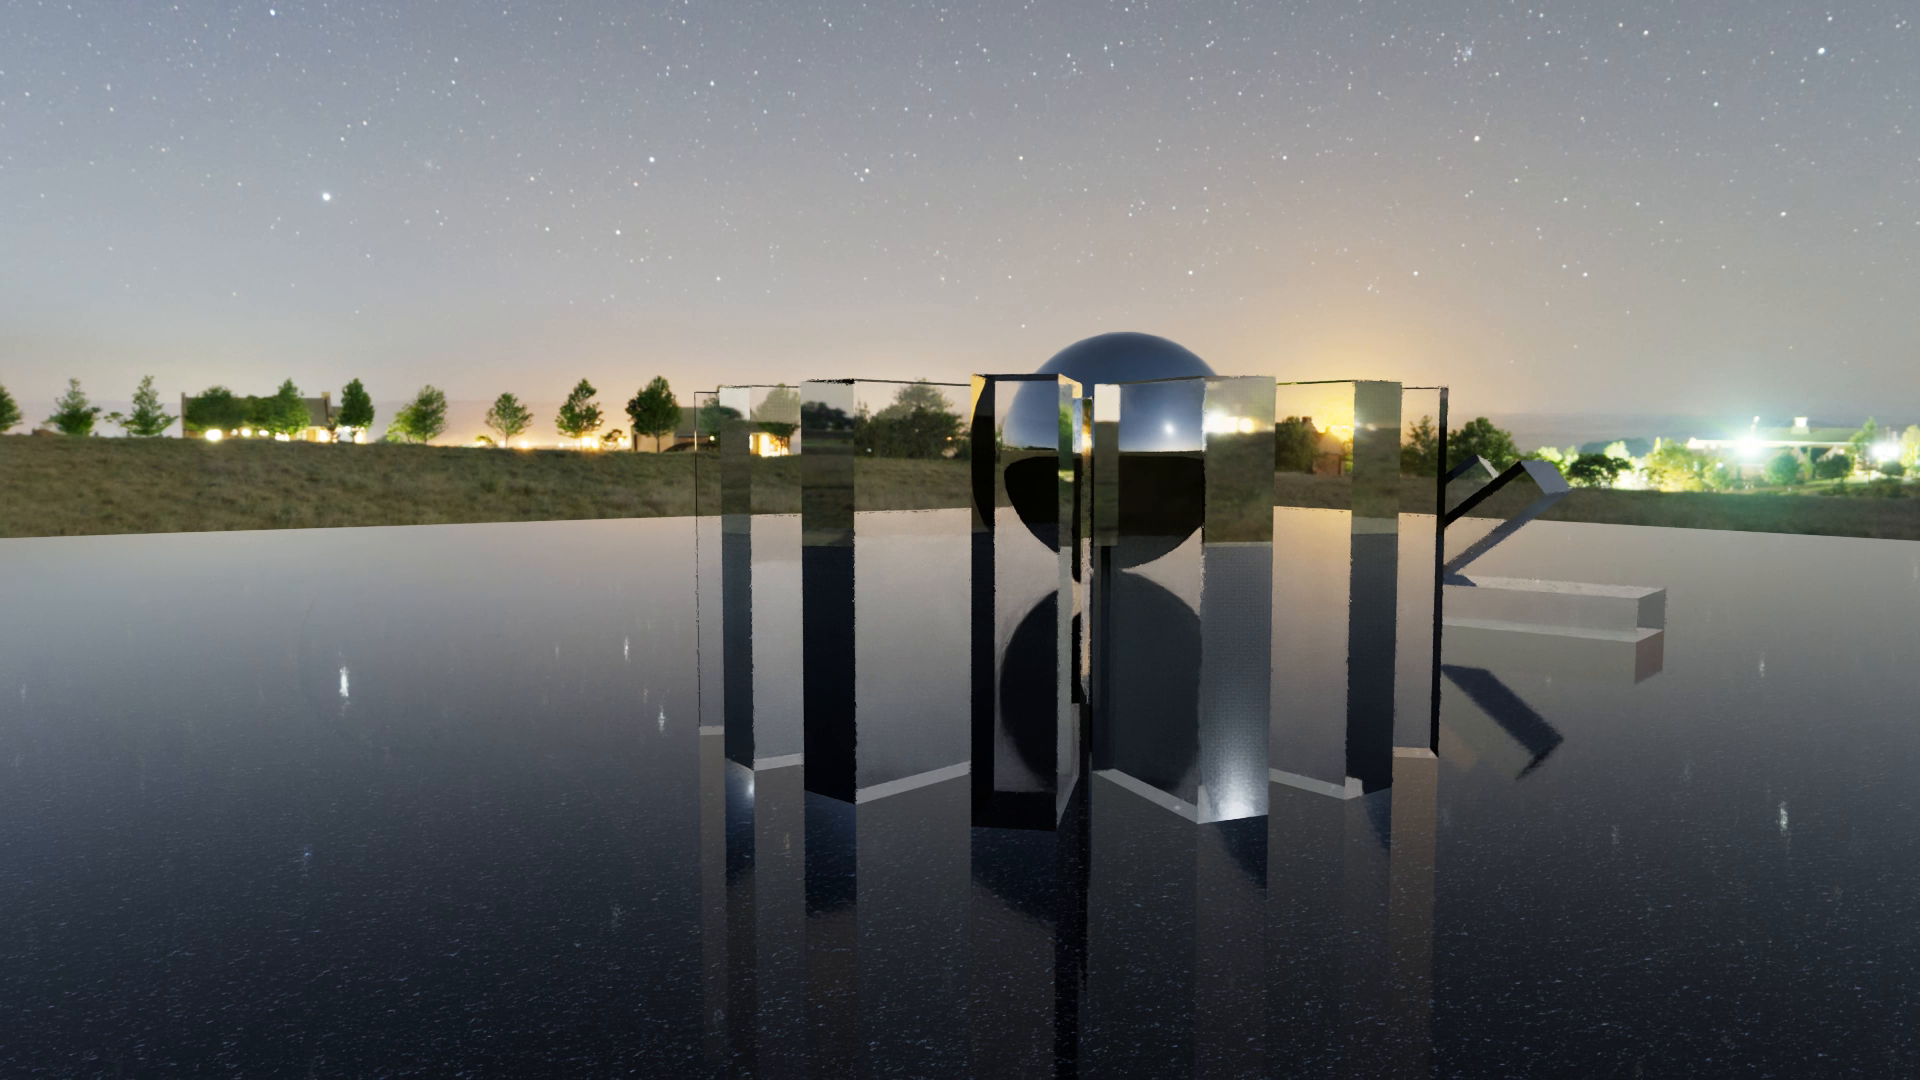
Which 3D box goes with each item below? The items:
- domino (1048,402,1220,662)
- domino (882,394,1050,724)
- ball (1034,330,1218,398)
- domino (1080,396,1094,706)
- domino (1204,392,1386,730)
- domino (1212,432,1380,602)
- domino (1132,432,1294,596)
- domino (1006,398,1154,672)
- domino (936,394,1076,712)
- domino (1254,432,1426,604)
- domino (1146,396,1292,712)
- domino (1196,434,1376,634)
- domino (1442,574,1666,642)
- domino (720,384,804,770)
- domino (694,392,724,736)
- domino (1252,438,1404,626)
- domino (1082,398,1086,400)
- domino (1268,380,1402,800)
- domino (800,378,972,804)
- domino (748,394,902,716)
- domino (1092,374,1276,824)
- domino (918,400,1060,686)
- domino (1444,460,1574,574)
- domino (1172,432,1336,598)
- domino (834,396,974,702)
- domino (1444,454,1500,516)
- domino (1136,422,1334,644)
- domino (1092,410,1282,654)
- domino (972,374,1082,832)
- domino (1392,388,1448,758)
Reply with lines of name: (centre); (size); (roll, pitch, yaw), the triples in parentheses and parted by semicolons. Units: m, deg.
domino: (0.035, -0.002, 0.256); (0.010, 0.050, 0.025); (-24, 17, -33)
domino: (0.001, 0.003, 0.198); (0.025, 0.050, 0.009); (1, 6, 7)
ball: (0.055, -0.030, 0.432); (0.080, 0.080, 0.080); (0, 4, 0)
domino: (0.026, 0.001, 0.219); (0.010, 0.050, 0.025); (0, 4, 1)
domino: (0.051, 0.003, 0.197); (0.025, 0.050, 0.009); (-1, 4, -18)
domino: (0.091, -0.006, 0.348); (0.009, 0.050, 0.025); (43, 25, 23)
domino: (0.071, -0.007, 0.361); (0.010, 0.050, 0.025); (43, 25, 23)
domino: (0.023, -0.002, 0.249); (0.010, 0.050, 0.025); (-13, 11, -36)
domino: (0.007, 0.001, 0.215); (0.009, 0.050, 0.025); (-5, 6, -31)
domino: (0.101, -0.006, 0.342); (0.010, 0.050, 0.025); (43, 25, 23)
domino: (0.043, 0.002, 0.213); (0.025, 0.050, 0.010); (-4, 6, -39)
domino: (0.073, -0.001, 0.284); (0.025, 0.050, 0.010); (4, 45, 39)
domino: (0.134, 0.015, 0.301); (0.050, 0.010, 0.025); (4, 6, 41)
domino: (-0.019, 0.004, 0.176); (0.025, 0.050, 0.010); (-3, 5, -34)
domino: (-0.027, 0.003, 0.193); (0.025, 0.050, 0.010); (-1, 4, -10)
domino: (0.085, -0.001, 0.294); (0.025, 0.050, 0.010); (3, 46, 30)
domino: (0.014, -0.001, 0.244); (0.009, 0.050, 0.025); (-13, 11, -36)
domino: (0.042, 0.005, 0.164); (0.010, 0.050, 0.025); (-3, 5, -37)
domino: (-0.007, 0.005, 0.162); (0.010, 0.050, 0.025); (4, 6, 43)
domino: (-0.022, 0.002, 0.210); (0.025, 0.050, 0.010); (3, 5, 35)
domino: (0.026, 0.006, 0.155); (0.010, 0.050, 0.025); (-2, 5, -22)
domino: (0.005, 0.000, 0.235); (0.010, 0.050, 0.025); (-7, 8, -43)
domino: (0.126, -0.001, 0.321); (0.025, 0.009, 0.050); (-5, -32, -50)
domino: (0.081, -0.007, 0.355); (0.009, 0.050, 0.025); (43, 25, 23)
domino: (-0.010, 0.001, 0.222); (0.009, 0.050, 0.025); (-6, 7, -38)
domino: (0.117, -0.003, 0.334); (0.050, 0.010, 0.025); (-39, -19, 23)
domino: (0.059, -0.001, 0.274); (0.025, 0.050, 0.009); (5, 41, 49)
domino: (0.047, -0.002, 0.265); (0.010, 0.050, 0.025); (-35, 24, -31)
domino: (0.008, 0.006, 0.152); (0.009, 0.050, 0.025); (1, 4, 11)
domino: (0.053, 0.004, 0.179); (0.025, 0.050, 0.010); (1, 4, 10)
